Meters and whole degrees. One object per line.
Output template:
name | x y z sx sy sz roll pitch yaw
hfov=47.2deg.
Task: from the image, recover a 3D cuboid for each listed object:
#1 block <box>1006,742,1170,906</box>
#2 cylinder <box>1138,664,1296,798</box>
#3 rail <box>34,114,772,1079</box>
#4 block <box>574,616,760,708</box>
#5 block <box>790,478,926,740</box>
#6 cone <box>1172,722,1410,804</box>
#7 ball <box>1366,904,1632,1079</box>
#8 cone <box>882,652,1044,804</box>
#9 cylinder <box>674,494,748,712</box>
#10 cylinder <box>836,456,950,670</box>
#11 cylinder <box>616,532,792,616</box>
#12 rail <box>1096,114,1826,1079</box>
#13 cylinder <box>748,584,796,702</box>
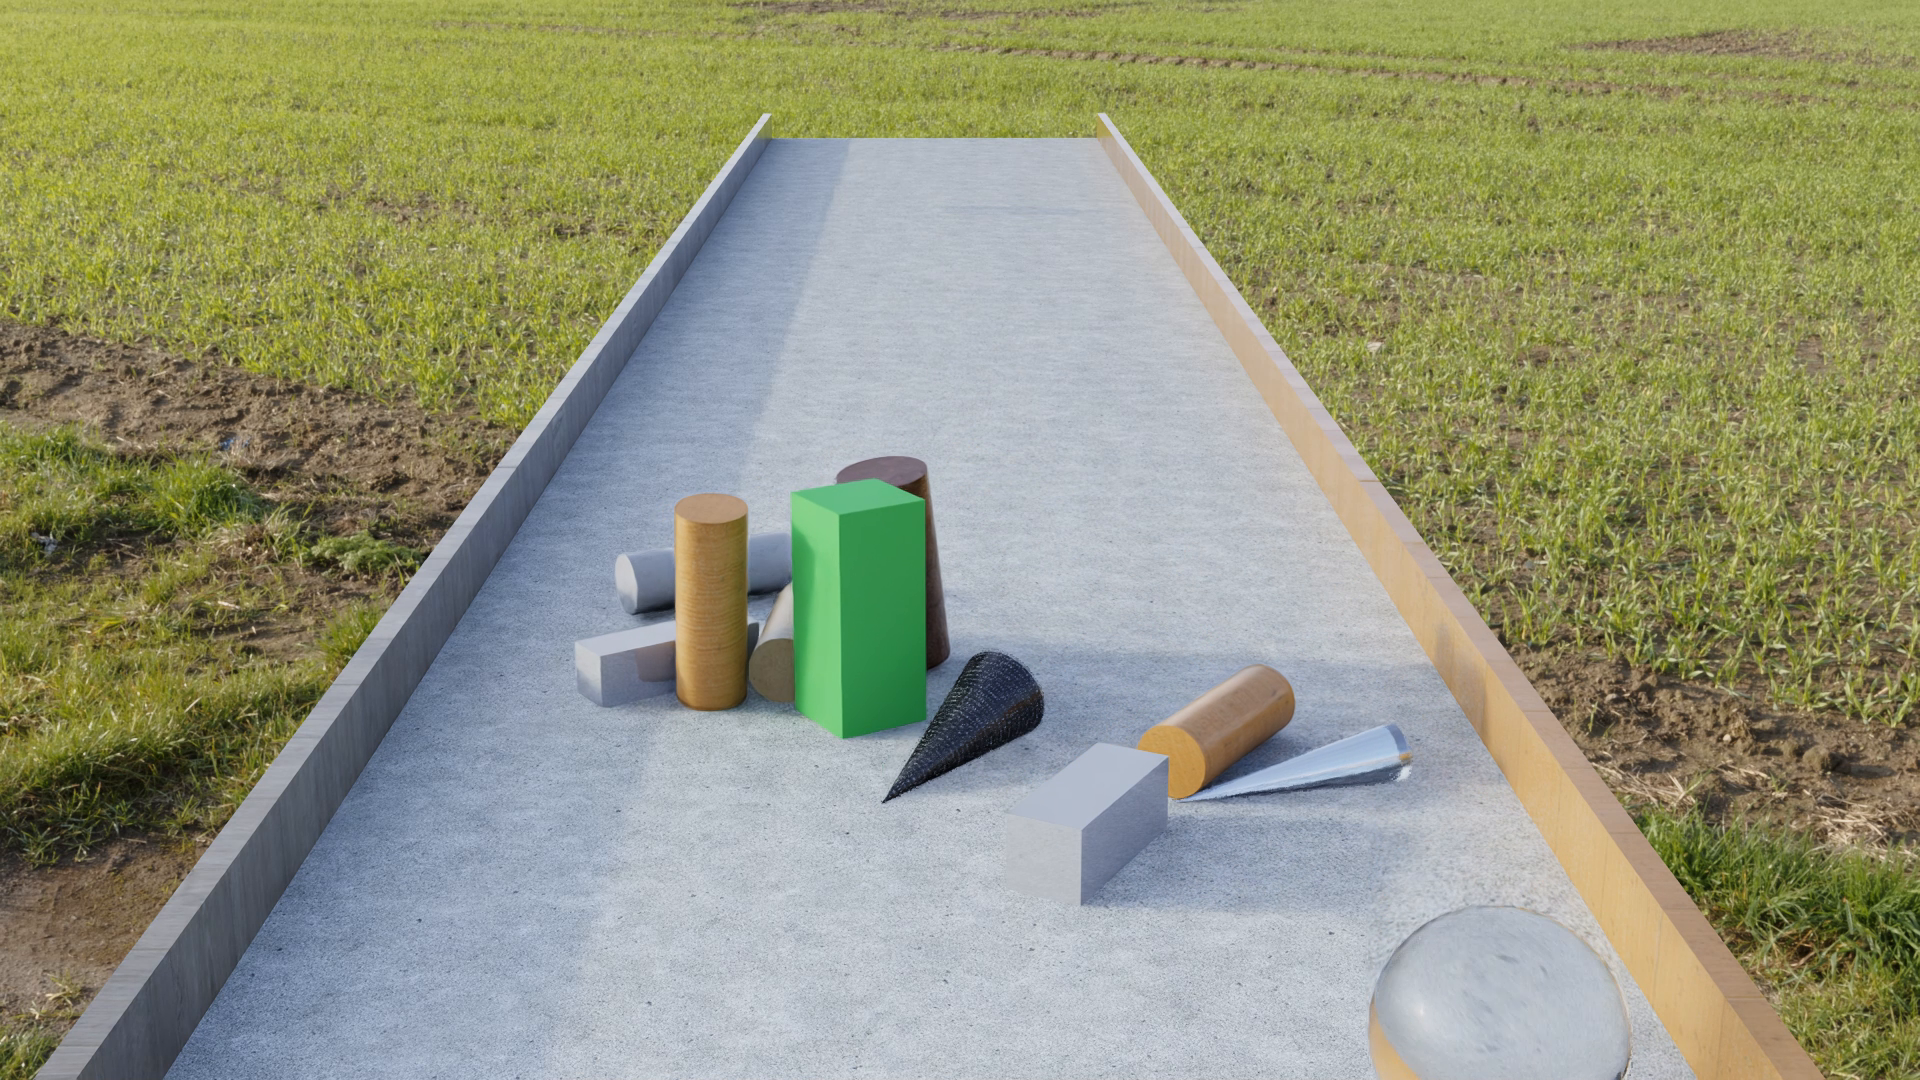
block | 0.207 0.447 3.500 0.128 0.128 0.333 9 19 27
cylinder | 0.456 0.333 3.877 0.131 0.131 0.361 10 19 31
rail | -1.118 -0.838 7.780 0.050 0.150 12.000 0 17 -1
block | -0.566 0.227 4.278 0.347 0.105 0.105 -12 20 -34
block | -0.187 0.124 4.060 0.179 0.427 0.179 -10 20 -31
cone | 0.557 0.406 3.772 0.421 0.102 0.102 -11 19 -13
ball | 0.652 0.599 2.665 0.311 0.311 0.311 0 17 0
cone | -0.028 0.363 3.858 0.173 0.173 0.384 11 33 33
cylinder | -0.465 0.118 4.118 0.135 0.390 0.135 2 25 -1
cylinder | -0.130 0.051 4.326 0.180 0.393 0.180 -6 23 2
cylinder | -0.544 0.070 4.764 0.378 0.130 0.130 -9 19 -28
rail | 0.932 -0.844 7.801 0.050 0.150 12.000 0 17 -1
cylinder | -0.325 0.195 4.341 0.131 0.131 0.368 1 17 3
